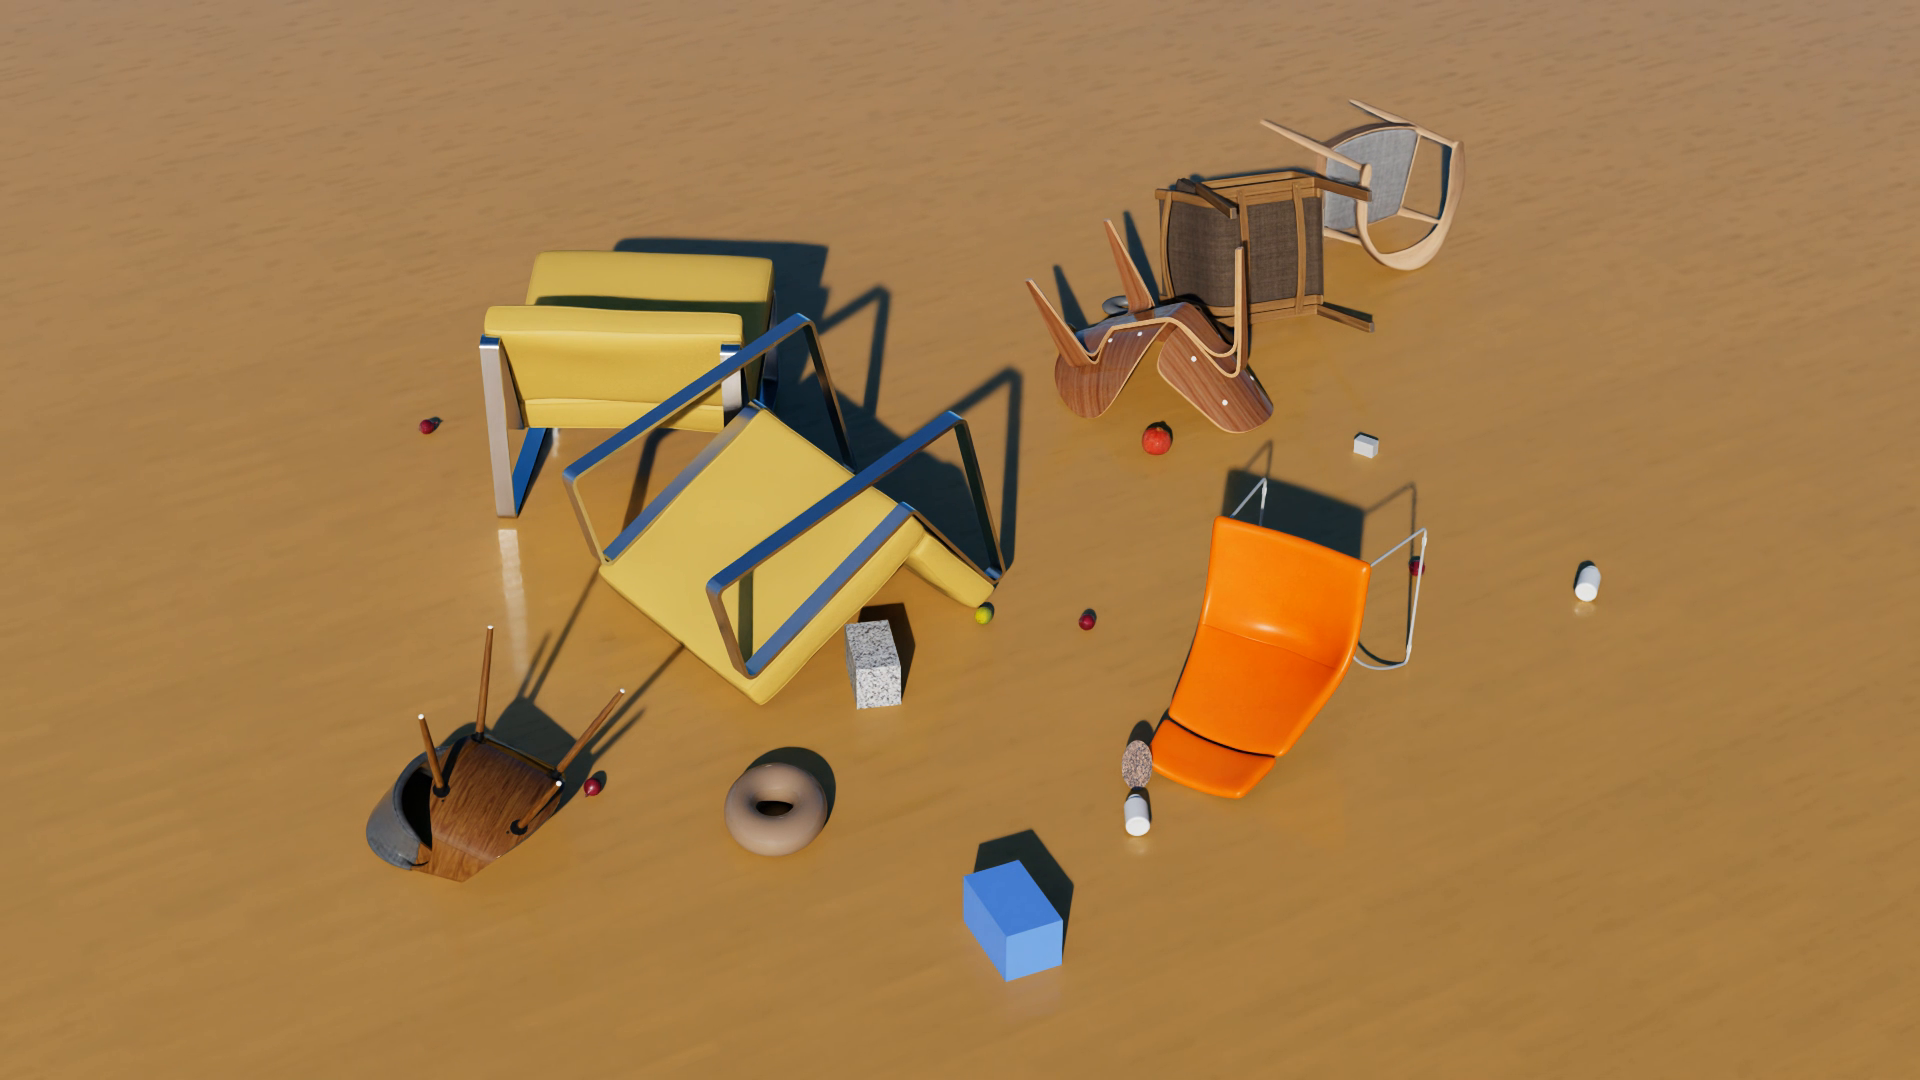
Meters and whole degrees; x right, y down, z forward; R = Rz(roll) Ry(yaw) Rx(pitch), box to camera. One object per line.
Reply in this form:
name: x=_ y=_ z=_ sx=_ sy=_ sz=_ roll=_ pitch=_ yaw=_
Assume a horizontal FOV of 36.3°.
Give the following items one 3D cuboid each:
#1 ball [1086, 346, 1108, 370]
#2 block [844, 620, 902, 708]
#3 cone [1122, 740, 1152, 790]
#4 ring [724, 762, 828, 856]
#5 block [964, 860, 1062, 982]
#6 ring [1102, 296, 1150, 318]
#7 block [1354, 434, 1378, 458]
ball: x=0.559 y=-0.743 z=11.986 sx=0.095 sy=0.095 sz=0.095 roll=0 pitch=33 yaw=0
block: x=-0.302 y=0.429 z=10.142 sx=0.153 sy=0.166 sz=0.275 roll=-6 pitch=34 yaw=-9
cone: x=0.575 y=0.737 z=9.759 sx=0.104 sy=0.167 sz=0.156 roll=0 pitch=5 yaw=-7
ring: x=-0.598 y=0.872 z=9.511 sx=0.337 sy=0.124 sz=0.427 roll=-3 pitch=33 yaw=-2
block: x=0.161 y=1.168 z=9.009 sx=0.189 sy=0.179 sz=0.311 roll=-14 pitch=36 yaw=-20
ring: x=0.702 y=-0.984 z=12.403 sx=0.204 sy=0.039 sz=0.158 roll=4 pitch=34 yaw=5
block: x=1.586 y=-0.365 z=11.448 sx=0.082 sy=0.056 sz=0.046 roll=22 pitch=39 yaw=29
